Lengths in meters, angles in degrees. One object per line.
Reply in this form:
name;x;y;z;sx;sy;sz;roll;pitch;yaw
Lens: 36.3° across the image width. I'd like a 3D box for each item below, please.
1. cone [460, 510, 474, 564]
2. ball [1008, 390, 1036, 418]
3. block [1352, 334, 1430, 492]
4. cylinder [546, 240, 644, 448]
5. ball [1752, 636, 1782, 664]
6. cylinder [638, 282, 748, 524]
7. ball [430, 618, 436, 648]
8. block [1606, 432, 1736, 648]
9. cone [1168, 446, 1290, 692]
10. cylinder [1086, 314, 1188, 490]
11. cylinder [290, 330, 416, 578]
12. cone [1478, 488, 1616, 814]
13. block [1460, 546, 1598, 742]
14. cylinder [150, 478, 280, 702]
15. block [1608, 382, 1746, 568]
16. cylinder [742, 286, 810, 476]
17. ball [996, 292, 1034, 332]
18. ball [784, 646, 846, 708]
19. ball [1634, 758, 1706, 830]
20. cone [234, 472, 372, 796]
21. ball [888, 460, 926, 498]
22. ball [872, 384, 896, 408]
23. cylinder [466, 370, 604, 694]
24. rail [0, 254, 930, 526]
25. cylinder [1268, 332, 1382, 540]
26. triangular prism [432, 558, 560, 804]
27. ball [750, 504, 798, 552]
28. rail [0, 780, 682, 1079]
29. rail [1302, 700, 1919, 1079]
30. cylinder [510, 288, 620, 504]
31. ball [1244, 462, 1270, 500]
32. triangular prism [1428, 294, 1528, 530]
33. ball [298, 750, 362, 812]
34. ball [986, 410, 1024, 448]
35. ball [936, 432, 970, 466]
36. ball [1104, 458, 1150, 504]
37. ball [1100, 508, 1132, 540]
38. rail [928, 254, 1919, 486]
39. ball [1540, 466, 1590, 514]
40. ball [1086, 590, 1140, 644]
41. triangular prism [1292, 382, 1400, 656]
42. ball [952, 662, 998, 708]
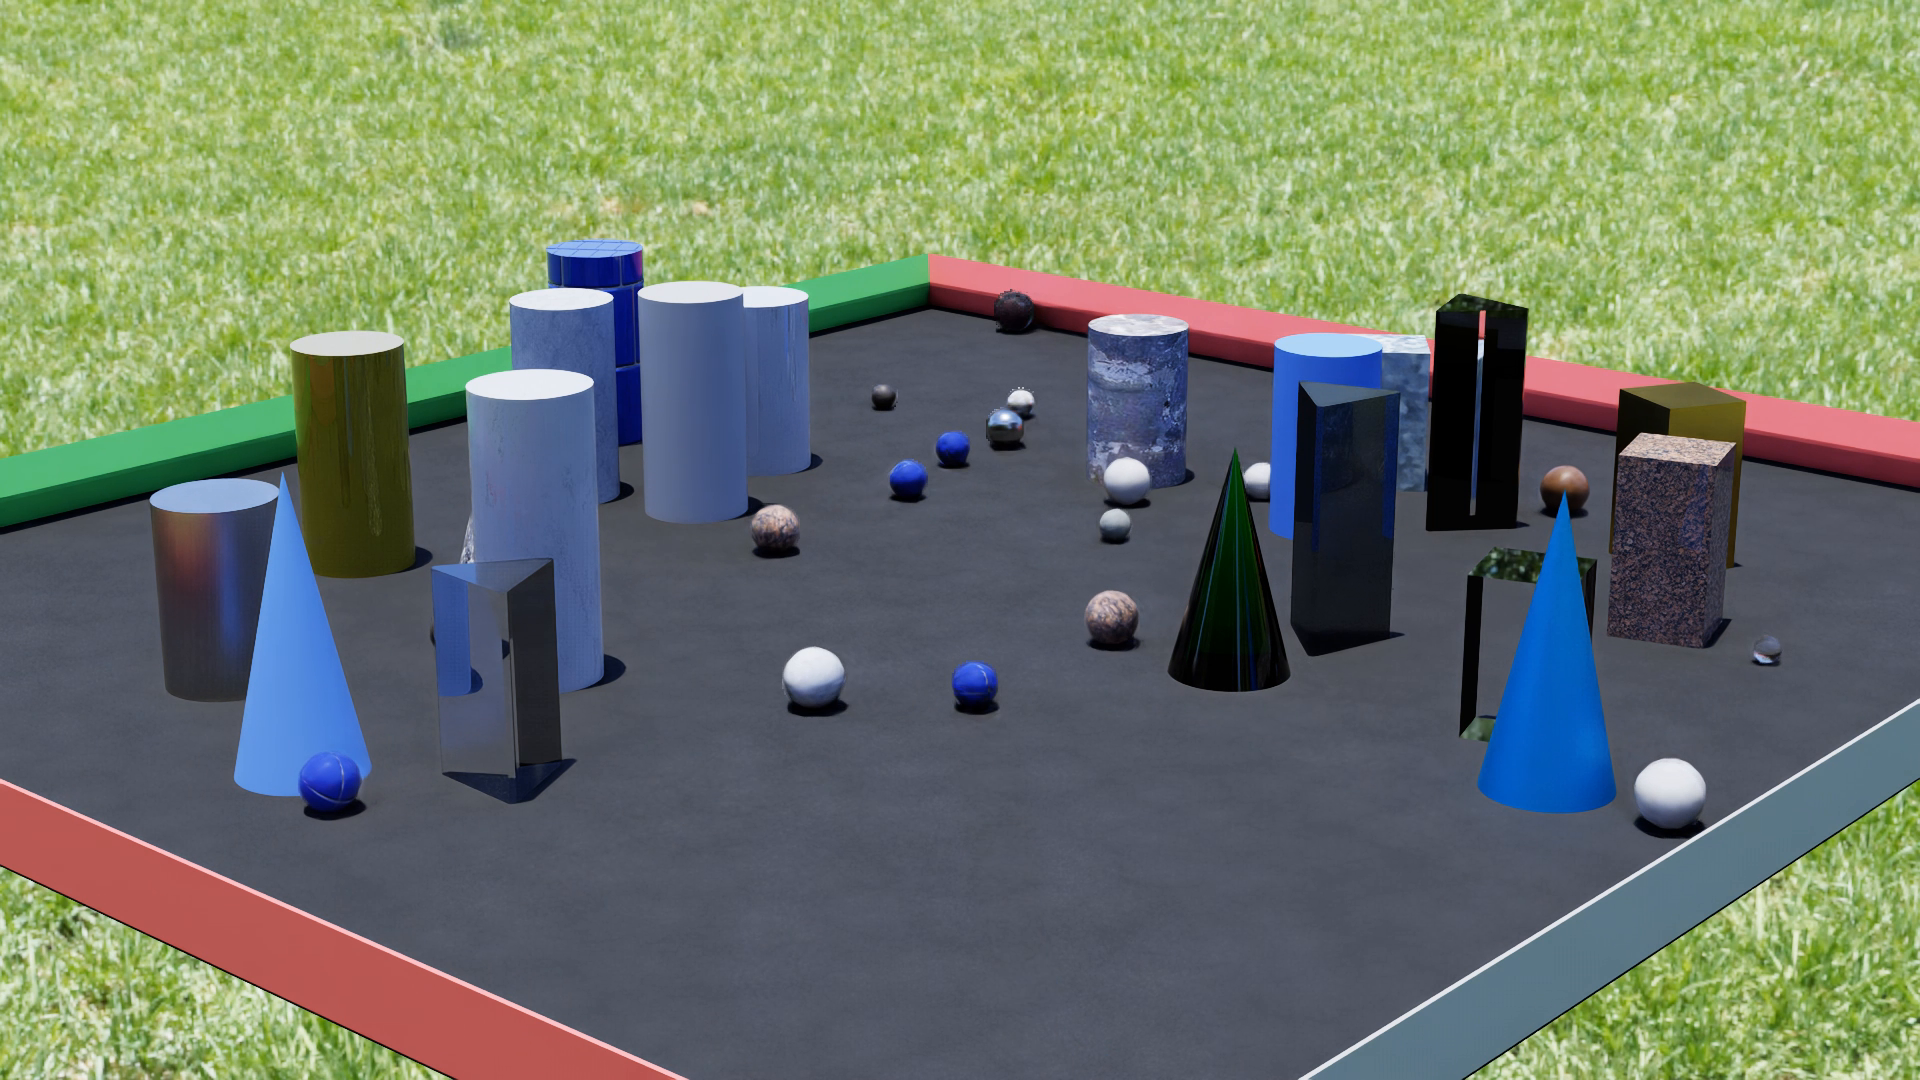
cone;-0.777;-0.050;4.959;0.199;0.383;0.199;0;17;0
ball;0.132;-0.295;6.330;0.060;0.060;0.060;0;17;0
block;0.840;-0.253;5.810;0.159;0.280;0.159;1;17;4
cylinder;-0.755;-0.410;6.119;0.199;0.403;0.199;0;17;0
ball;1.317;0.178;4.784;0.046;0.046;0.046;0;17;0
cylinder;-0.508;-0.264;5.591;0.199;0.426;0.199;0;17;0
ball;-0.828;0.150;4.810;0.084;0.084;0.084;0;17;0
block;1.191;-0.001;4.911;0.159;0.315;0.159;8;18;24
cone;0.436;0.032;4.695;0.199;0.378;0.199;0;17;0
cylinder;0.352;-0.276;5.833;0.199;0.311;0.199;0;17;0
cylinder;-1.088;-0.155;5.264;0.199;0.407;0.199;0;17;0
cone;0.852;0.144;4.196;0.199;0.451;0.199;0;17;0
block;0.864;0.165;4.458;0.159;0.259;0.159;7;18;23
cylinder;-1.172;0.078;4.658;0.199;0.309;0.199;0;17;0
block;1.292;-0.111;5.287;0.159;0.310;0.159;-6;18;-20
cylinder;-0.403;-0.322;5.922;0.199;0.347;0.199;0;17;0
ball;0.134;-0.557;7.136;0.097;0.097;0.097;0;17;0
ball;-0.227;0.215;4.573;0.097;0.097;0.097;0;17;0
ball;0.994;0.355;4.104;0.099;0.099;0.099;0;17;0
cone;-0.968;0.121;4.257;0.199;0.459;0.199;0;17;0
ball;-0.103;-0.118;5.722;0.072;0.072;0.072;0;17;0
ball;-0.167;-0.314;6.403;0.054;0.054;0.054;0;17;0
cylinder;-0.674;-0.013;4.664;0.199;0.482;0.199;0;17;0
rail;-1.221;-0.273;6.135;0.045;0.129;3.533;14;22;39
cylinder;0.682;-0.192;5.478;0.199;0.354;0.199;0;17;0
triangular prism;-0.647;0.193;4.262;0.149;0.318;0.172;-16;23;-42
ball;-0.339;-0.021;5.370;0.089;0.089;0.089;0;17;0
rail;-1.142;0.412;3.860;3.281;0.129;0.045;14;22;39
rail;1.221;0.338;4.105;0.045;0.129;3.533;14;22;39
cylinder;-0.767;-0.277;5.700;0.199;0.390;0.199;0;17;0
ball;0.588;-0.115;5.714;0.071;0.071;0.071;0;17;0
triangular prism;0.955;-0.243;5.531;0.172;0.421;0.149;-2;17;-6
ball;-0.895;0.342;4.168;0.086;0.086;0.086;0;17;0
ball;0.095;-0.233;6.090;0.079;0.079;0.079;0;17;0
ball;-0.015;-0.186;5.953;0.069;0.069;0.069;0;17;0
ball;0.323;-0.115;5.678;0.091;0.091;0.091;0;17;0
ball;0.289;-0.028;5.448;0.059;0.059;0.059;0;17;0
rail;1.142;-0.347;6.380;3.281;0.129;0.045;14;22;39
ball;1.159;-0.097;5.615;0.093;0.093;0.093;0;17;0
ball;0.253;0.129;4.871;0.090;0.090;0.090;0;17;0
triangular prism;0.606;-0.043;4.864;0.172;0.423;0.149;-11;20;-32
ball;0.023;0.227;4.577;0.072;0.072;0.072;0;17;0
